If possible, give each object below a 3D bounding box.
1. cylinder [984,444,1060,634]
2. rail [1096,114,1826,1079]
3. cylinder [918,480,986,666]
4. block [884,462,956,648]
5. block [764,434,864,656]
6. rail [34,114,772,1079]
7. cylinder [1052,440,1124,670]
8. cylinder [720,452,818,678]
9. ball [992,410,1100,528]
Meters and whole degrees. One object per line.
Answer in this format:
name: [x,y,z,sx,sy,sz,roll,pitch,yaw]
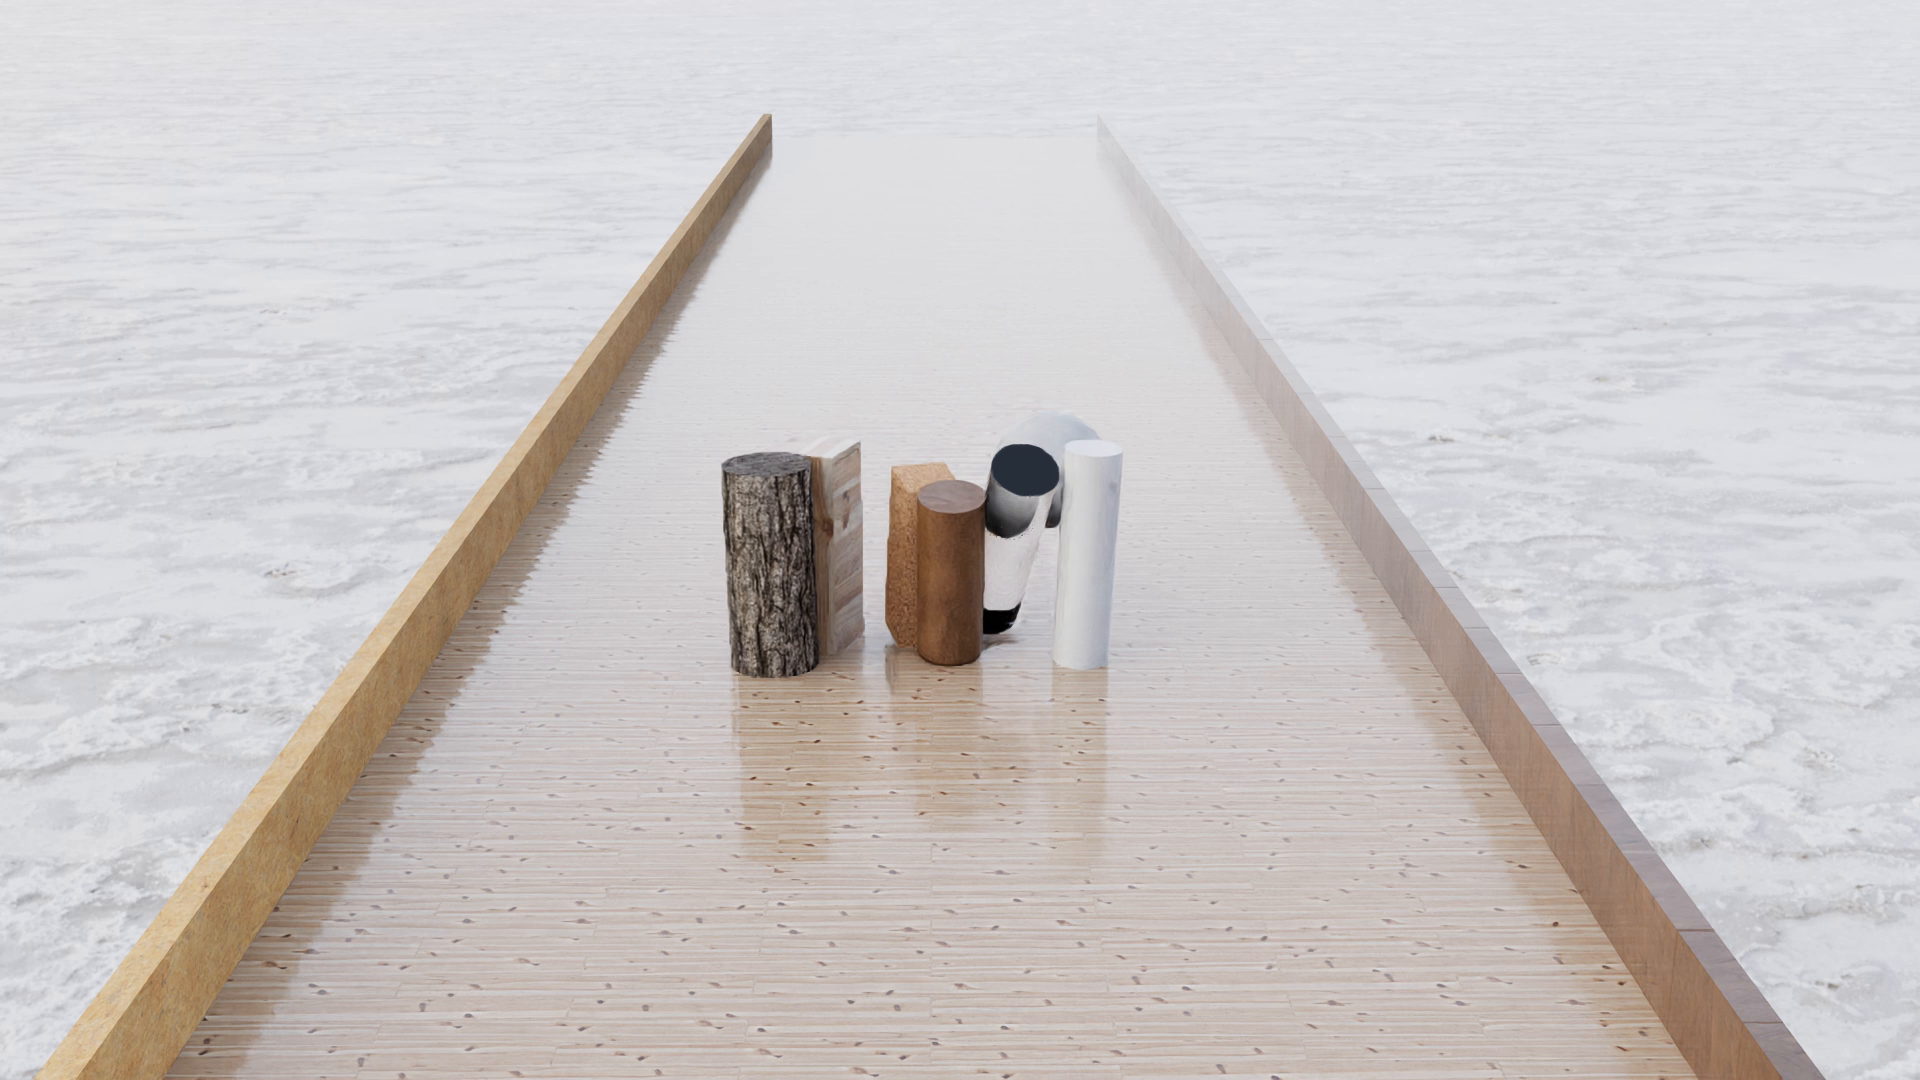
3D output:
cylinder: [0.091,0.004,4.429,0.135,0.456,0.135,6,51,-7]
rail: [0.932,-0.844,7.801,0.050,0.150,12.000,0,17,-1]
cylinder: [-0.018,0.067,4.344,0.133,0.353,0.133,1,31,0]
block: [-0.078,0.032,4.449,0.109,0.365,0.109,-7,32,-17]
block: [-0.296,0.008,4.474,0.151,0.413,0.151,6,18,19]
rail: [-1.118,-0.838,7.780,0.050,0.150,12.000,0,17,-1]
cylinder: [0.251,0.029,4.341,0.114,0.442,0.114,2,19,-1]
cylinder: [-0.373,0.049,4.331,0.175,0.412,0.175,-1,18,0]
ball: [0.186,-0.146,4.532,0.242,0.242,0.242,0,17,0]
